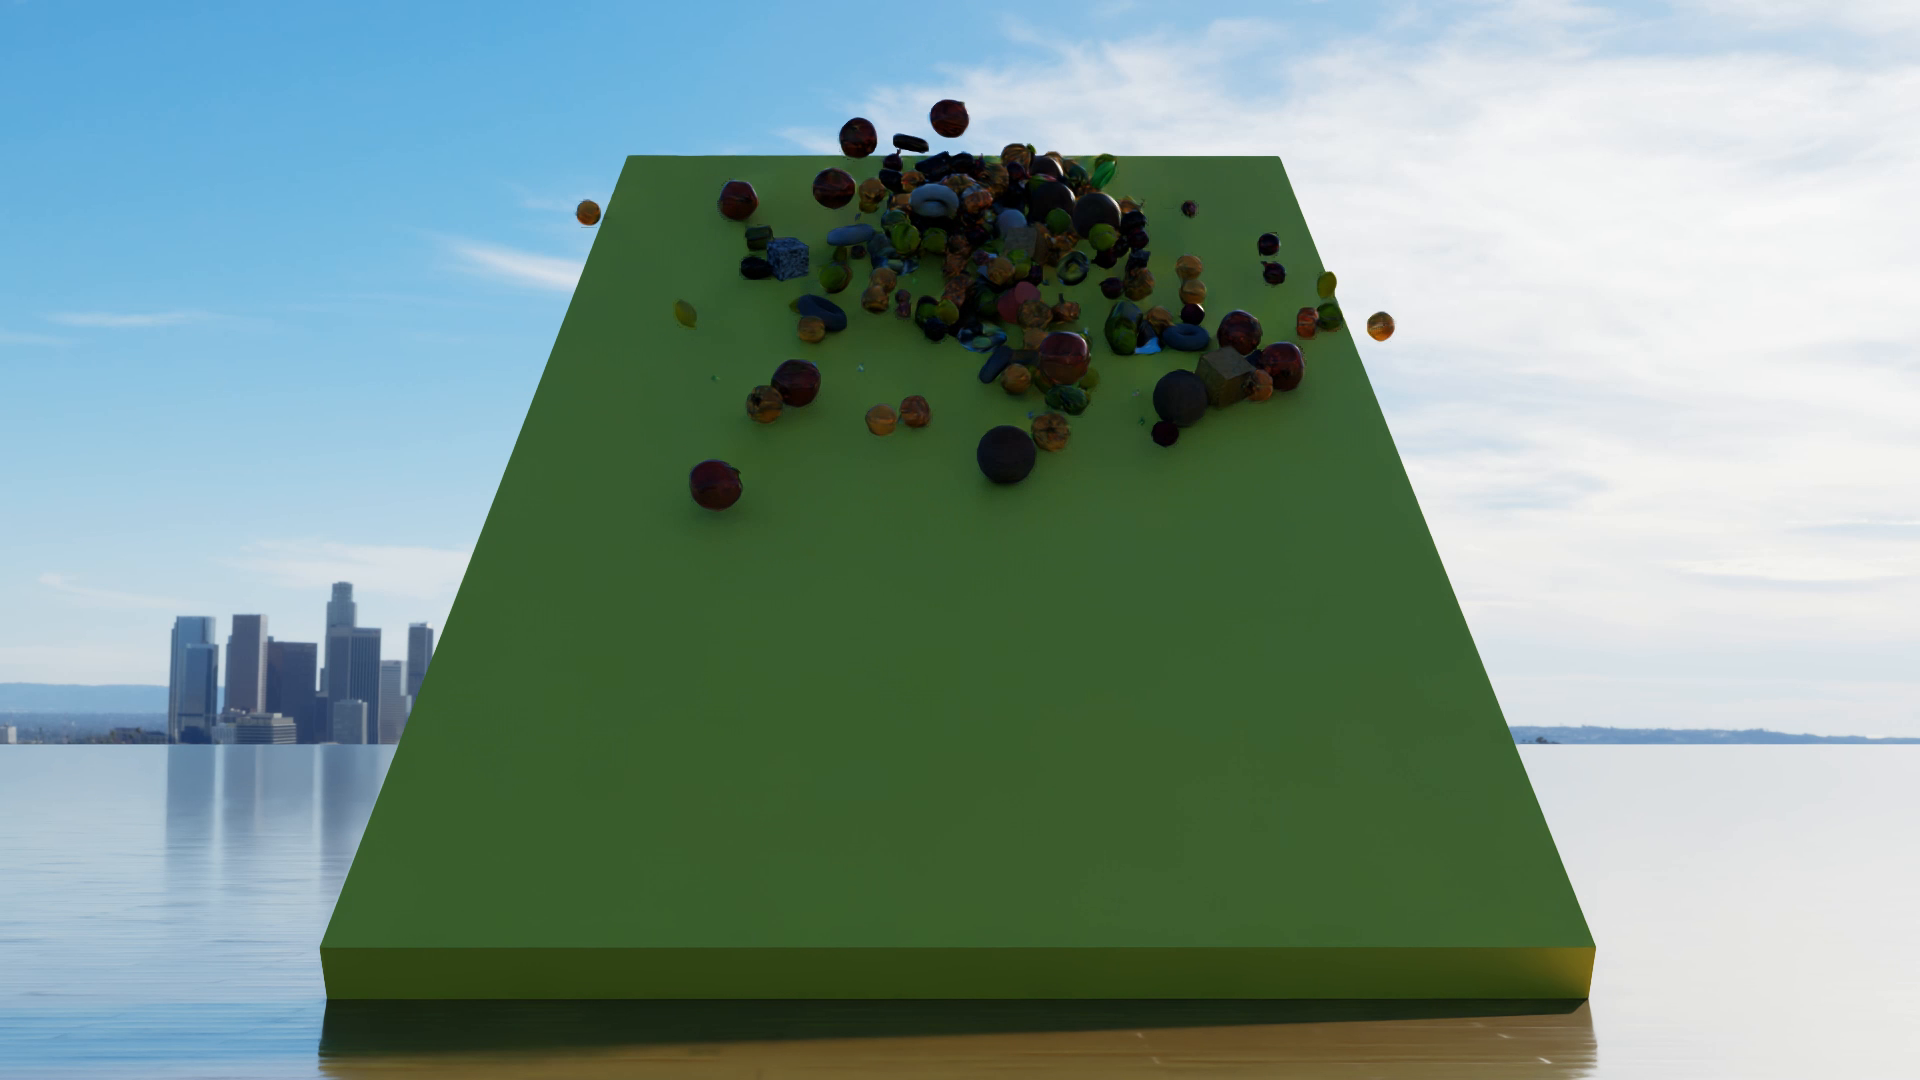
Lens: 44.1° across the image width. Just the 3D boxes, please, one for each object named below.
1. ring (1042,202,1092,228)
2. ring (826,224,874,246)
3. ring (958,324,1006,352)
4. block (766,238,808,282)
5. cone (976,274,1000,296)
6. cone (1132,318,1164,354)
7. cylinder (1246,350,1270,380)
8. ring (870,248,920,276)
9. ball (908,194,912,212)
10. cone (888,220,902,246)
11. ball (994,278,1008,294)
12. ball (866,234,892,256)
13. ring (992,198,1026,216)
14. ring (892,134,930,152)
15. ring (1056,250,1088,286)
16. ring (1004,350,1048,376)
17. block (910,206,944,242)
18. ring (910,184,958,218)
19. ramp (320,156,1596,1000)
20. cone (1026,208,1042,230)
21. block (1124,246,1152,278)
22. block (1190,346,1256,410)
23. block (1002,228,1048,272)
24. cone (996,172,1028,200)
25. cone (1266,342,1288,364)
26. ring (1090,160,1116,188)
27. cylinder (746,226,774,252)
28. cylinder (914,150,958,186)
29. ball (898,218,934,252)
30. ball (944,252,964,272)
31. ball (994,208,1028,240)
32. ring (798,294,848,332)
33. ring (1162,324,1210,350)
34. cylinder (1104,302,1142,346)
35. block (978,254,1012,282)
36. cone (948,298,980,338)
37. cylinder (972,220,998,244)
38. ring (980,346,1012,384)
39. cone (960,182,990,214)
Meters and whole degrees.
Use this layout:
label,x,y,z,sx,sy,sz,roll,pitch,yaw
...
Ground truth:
label,x,y,z,sx,sy,sz,roll,pitch,yaw
ring,0.302,-0.921,6.718,0.140,0.047,0.140,-3,24,1
ring,-0.298,-0.827,6.430,0.132,0.044,0.132,-10,13,2
ring,0.055,-0.504,5.906,0.123,0.041,0.123,1,29,-1
block,-0.462,-0.752,6.343,0.083,0.083,0.083,-15,31,-27
cone,0.086,-0.656,6.143,0.066,0.066,0.066,4,17,-39
cone,0.462,-0.514,5.873,0.080,0.080,0.080,-8,30,5
cylinder,0.713,-0.424,5.722,0.052,0.052,0.052,-40,3,-11
ring,-0.176,-0.750,6.383,0.132,0.044,0.132,3,28,-2
ball,-0.102,-0.949,6.719,0.095,0.095,0.095,0,-5,0
cone,-0.168,-0.859,6.558,0.072,0.072,0.072,3,34,-2
ball,0.097,-0.675,6.224,0.055,0.055,0.055,0,-5,0
ball,-0.221,-0.801,6.460,0.067,0.067,0.067,0,-5,0
ring,0.137,-0.926,6.626,0.092,0.031,0.092,-2,34,1
ring,-0.138,-1.113,6.654,0.108,0.036,0.108,13,5,-1
ring,0.299,-0.718,6.276,0.098,0.098,0.033,-4,-17,39
ring,0.157,-0.432,5.769,0.117,0.039,0.117,1,26,0
block,-0.094,-0.880,6.590,0.076,0.076,0.076,-3,32,-17
ring,-0.070,-0.913,6.396,0.134,0.045,0.134,3,-25,2
ramp,-0.011,-0.226,5.518,2.000,0.100,4.000,0,27,0
cone,0.202,-0.912,6.683,0.064,0.064,0.064,0,27,0
block,0.475,-0.744,6.346,0.053,0.053,0.053,19,37,2
block,0.619,-0.383,5.580,0.095,0.095,0.095,-21,-37,-33
block,0.173,-0.771,6.303,0.087,0.087,0.087,3,-18,21
cone,0.155,-0.966,6.680,0.096,0.096,0.096,-9,-27,-5
cone,0.761,-0.446,5.806,0.061,0.061,0.061,-24,-13,20
ring,0.369,-0.938,6.093,0.028,0.083,0.083,43,7,14
cylinder,-0.548,-0.827,6.502,0.064,0.064,0.064,-6,-6,9
cylinder,-0.068,-1.074,6.926,0.097,0.097,0.097,-23,-1,-9
ball,-0.121,-0.836,6.497,0.095,0.095,0.095,0,-5,0
ball,-0.017,-0.749,6.373,0.052,0.052,0.052,0,-5,0
ball,0.137,-0.846,6.372,0.087,0.087,0.087,0,-5,0
ring,-0.348,-0.573,5.993,0.137,0.046,0.137,26,20,-10
ring,0.564,-0.505,5.916,0.118,0.039,0.118,1,27,-1
cylinder,0.407,-0.538,5.907,0.085,0.085,0.085,-1,31,15
block,0.088,-0.702,6.113,0.052,0.052,0.052,1,33,-45
cone,0.015,-0.568,5.969,0.094,0.094,0.094,1,30,-1
cylinder,0.070,-0.855,6.577,0.056,0.056,0.056,-5,14,45
ring,0.085,-0.419,5.660,0.036,0.107,0.107,37,-12,-8
cone,0.056,-0.917,6.482,0.084,0.084,0.084,-35,-20,-15
